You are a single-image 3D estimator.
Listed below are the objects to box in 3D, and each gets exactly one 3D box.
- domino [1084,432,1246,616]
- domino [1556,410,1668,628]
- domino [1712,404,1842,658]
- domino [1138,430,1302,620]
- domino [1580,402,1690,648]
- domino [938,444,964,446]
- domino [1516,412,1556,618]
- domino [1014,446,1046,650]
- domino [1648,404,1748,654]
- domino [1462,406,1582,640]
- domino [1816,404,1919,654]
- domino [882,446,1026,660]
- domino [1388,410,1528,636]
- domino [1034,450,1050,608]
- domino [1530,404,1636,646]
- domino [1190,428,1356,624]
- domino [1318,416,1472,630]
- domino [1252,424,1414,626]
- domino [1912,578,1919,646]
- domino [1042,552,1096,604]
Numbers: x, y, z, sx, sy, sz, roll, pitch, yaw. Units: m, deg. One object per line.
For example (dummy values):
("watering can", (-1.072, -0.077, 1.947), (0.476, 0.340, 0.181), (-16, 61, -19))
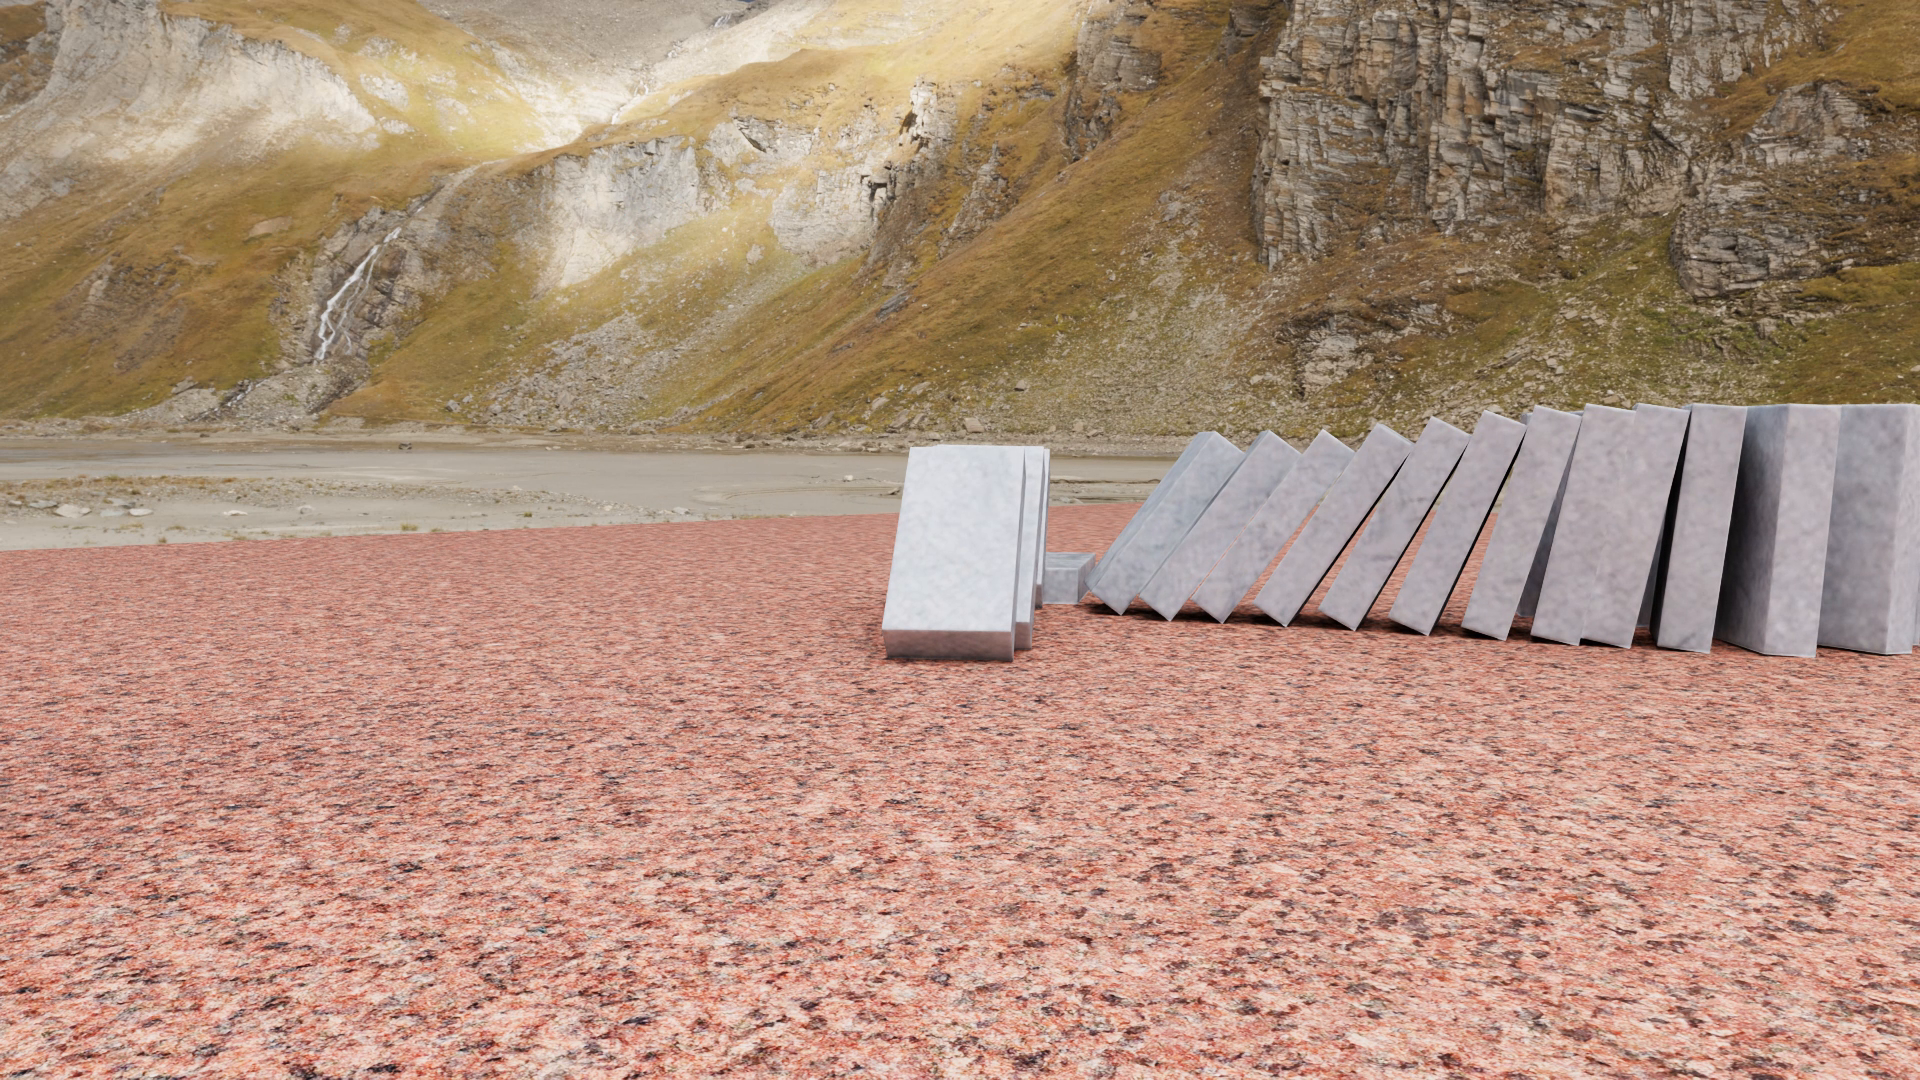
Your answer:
("domino", (0.052, -0.005, 0.329), (0.010, 0.050, 0.025), (37, 4, -2))
("domino", (0.154, -0.005, 0.301), (0.025, 0.050, 0.009), (0, 4, -6))
("domino", (0.169, -0.003, 0.267), (0.009, 0.050, 0.025), (3, 5, 8))
("domino", (0.063, -0.004, 0.316), (0.009, 0.050, 0.025), (38, 9, 4))
("domino", (0.145, -0.004, 0.276), (0.010, 0.050, 0.025), (13, 10, 24))
("domino", (0.004, -0.001, 0.293), (0.025, 0.009, 0.050), (2, 49, 8))
("domino", (0.152, -0.006, 0.316), (0.025, 0.050, 0.009), (1, 4, 15))
("domino", (0.004, 0.001, 0.279), (0.025, 0.009, 0.050), (1, 49, 8))
("domino", (0.155, -0.003, 0.271), (0.009, 0.050, 0.025), (8, 7, 24))
("domino", (0.125, -0.004, 0.286), (0.010, 0.050, 0.025), (19, 12, 23))
("domino", (0.185, -0.003, 0.268), (0.010, 0.050, 0.025), (1, 4, -27))
("domino", (0.000, 0.002, 0.266), (0.025, 0.009, 0.050), (1, 49, 7))
("domino", (0.114, -0.004, 0.292), (0.010, 0.050, 0.025), (26, 14, 22))
("domino", (0.011, -0.004, 0.347), (0.025, 0.010, 0.050), (0, 47, 7))
("domino", (0.136, -0.004, 0.280), (0.009, 0.050, 0.025), (14, 10, 24))
("domino", (0.076, -0.004, 0.311), (0.009, 0.050, 0.025), (38, 13, 10))
("domino", (0.102, -0.004, 0.299), (0.009, 0.050, 0.025), (31, 15, 18))
("domino", (0.089, -0.004, 0.304), (0.009, 0.050, 0.025), (36, 16, 15))
("domino", (0.195, -0.004, 0.280), (0.025, 0.050, 0.010), (3, 4, 37))
("domino", (0.024, 0.010, 0.367), (0.025, 0.009, 0.050), (1, 4, 11))
